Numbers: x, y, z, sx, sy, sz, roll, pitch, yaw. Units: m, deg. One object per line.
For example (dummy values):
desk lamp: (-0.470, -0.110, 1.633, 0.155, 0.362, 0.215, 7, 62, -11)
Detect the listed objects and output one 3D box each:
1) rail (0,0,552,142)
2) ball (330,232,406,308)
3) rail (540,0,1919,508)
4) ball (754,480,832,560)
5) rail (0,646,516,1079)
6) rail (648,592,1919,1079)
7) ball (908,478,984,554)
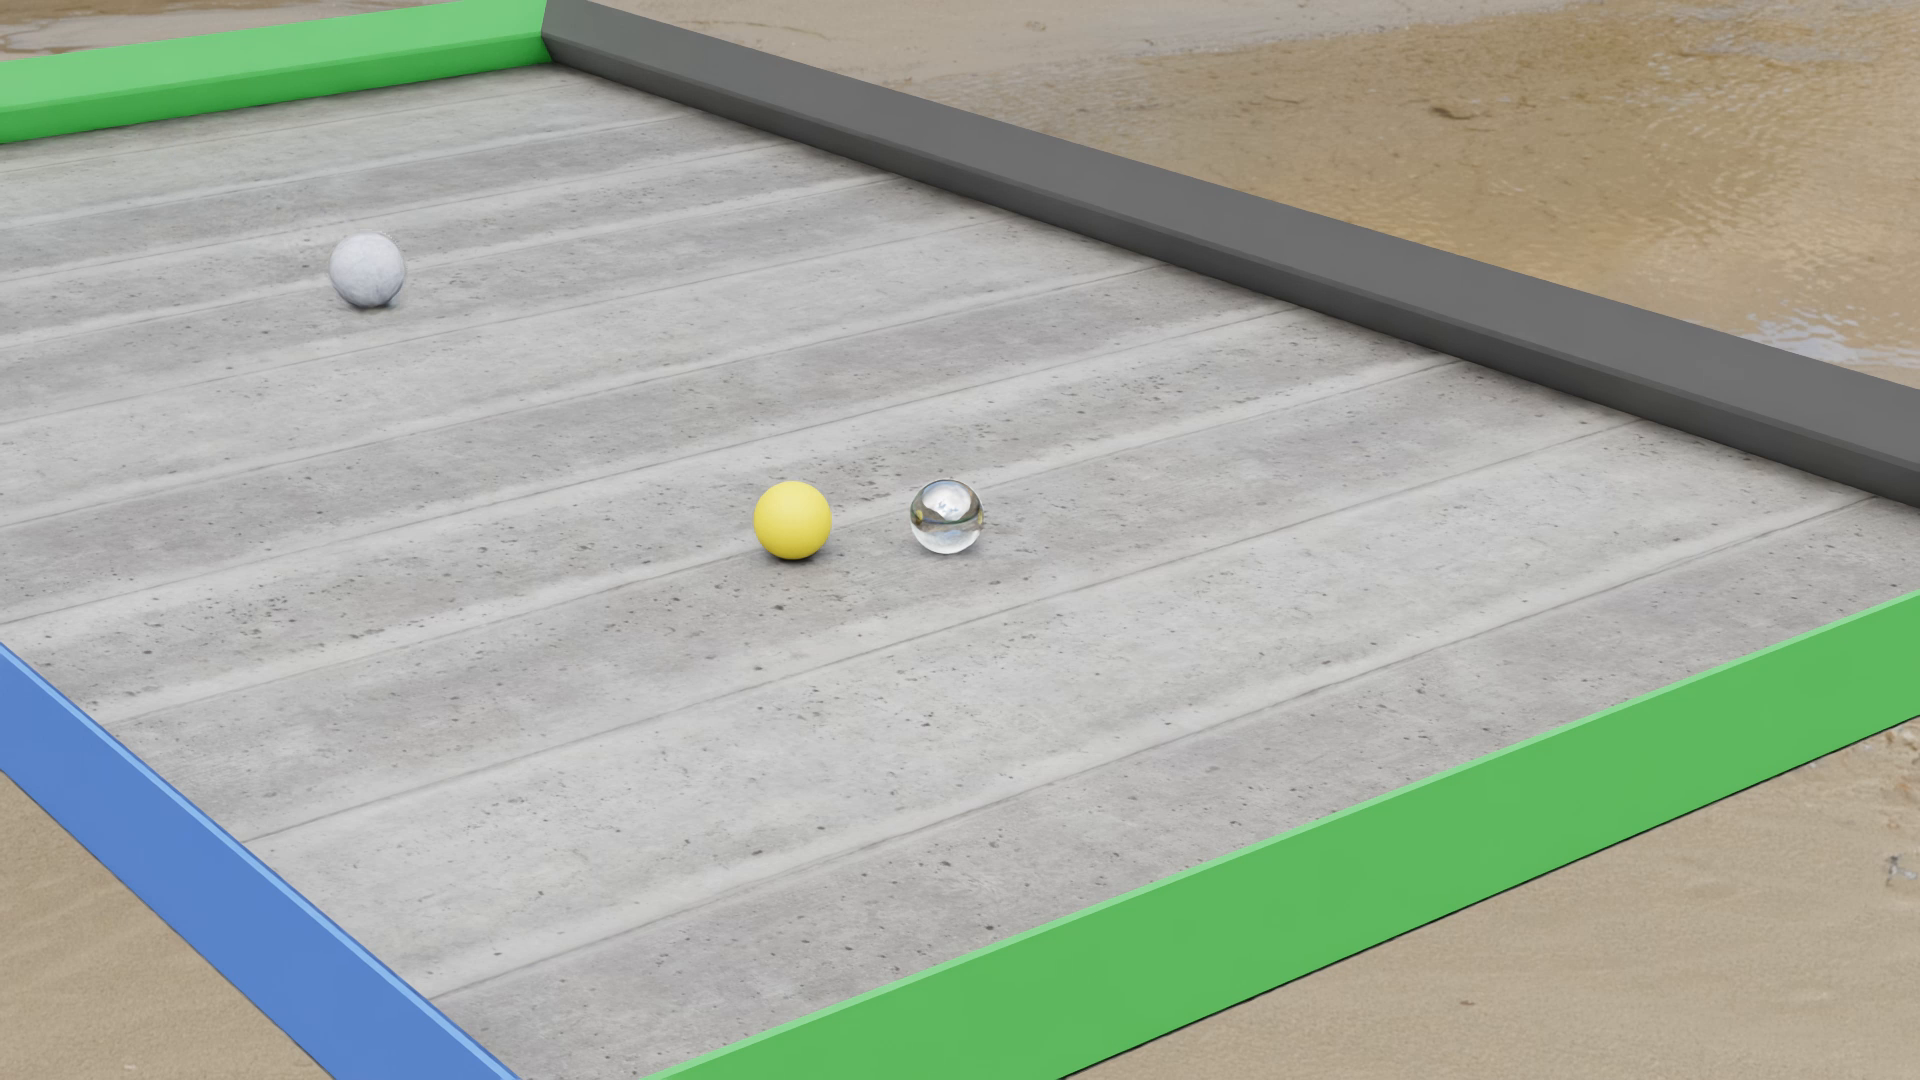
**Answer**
rail: (-1.257, -0.609, 4.066, 1.619, 0.110, 0.045, -16, 26, -35)
ball: (-0.669, -0.305, 3.322, 0.085, 0.085, 0.085, 0, 21, 0)
rail: (0.198, -0.393, 3.512, 0.045, 0.110, 2.769, -16, 26, -35)
ball: (-0.148, -0.017, 2.604, 0.070, 0.070, 0.070, 0, 21, 0)
rail: (-1.045, -0.044, 2.615, 0.045, 0.110, 2.769, -16, 26, -35)
rail: (0.409, 0.171, 2.061, 1.619, 0.110, 0.045, -16, 26, -35)
ball: (-0.012, -0.021, 2.617, 0.067, 0.067, 0.067, 0, 21, 0)
